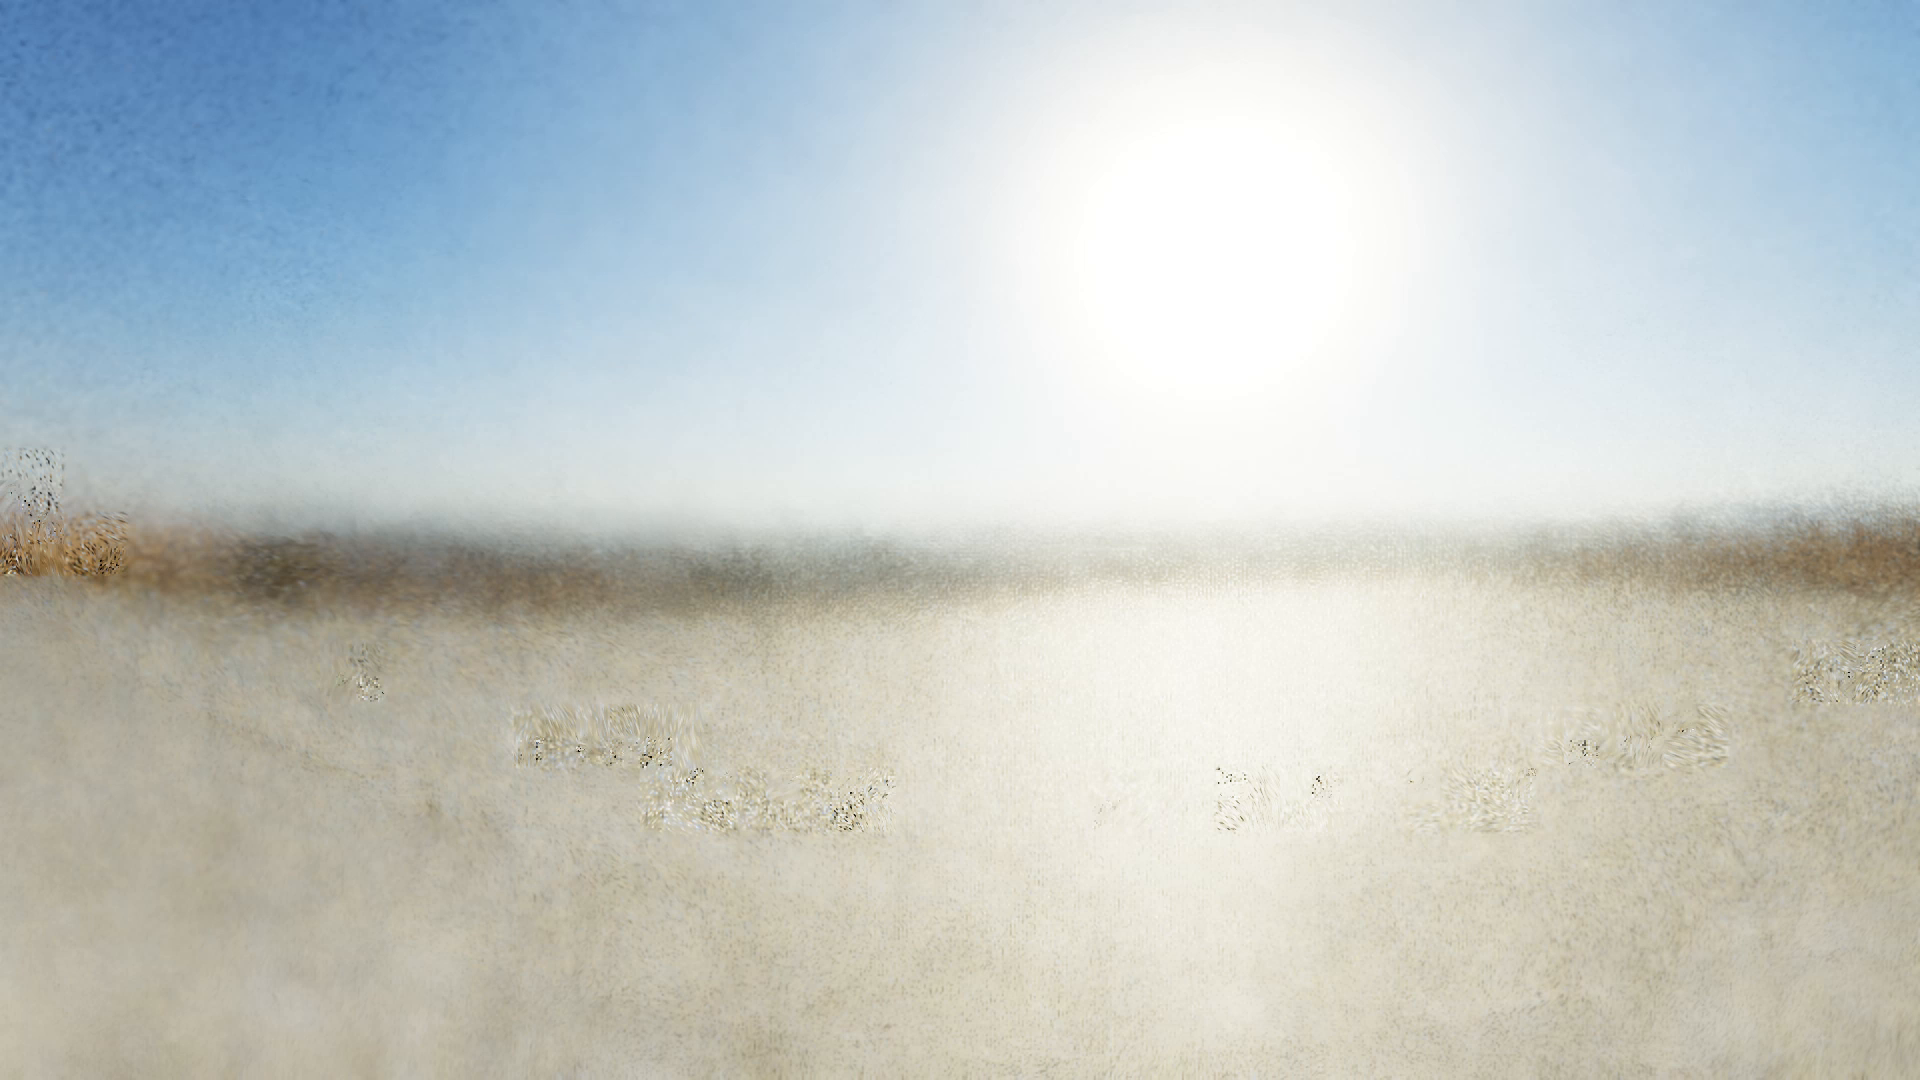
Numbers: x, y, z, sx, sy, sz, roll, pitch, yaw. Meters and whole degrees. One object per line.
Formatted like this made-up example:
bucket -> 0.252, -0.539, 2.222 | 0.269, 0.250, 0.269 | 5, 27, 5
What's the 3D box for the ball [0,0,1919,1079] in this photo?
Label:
ball -> 0.001, -0.002, 0.053 | 0.080, 0.080, 0.080 | 0, 4, 0
